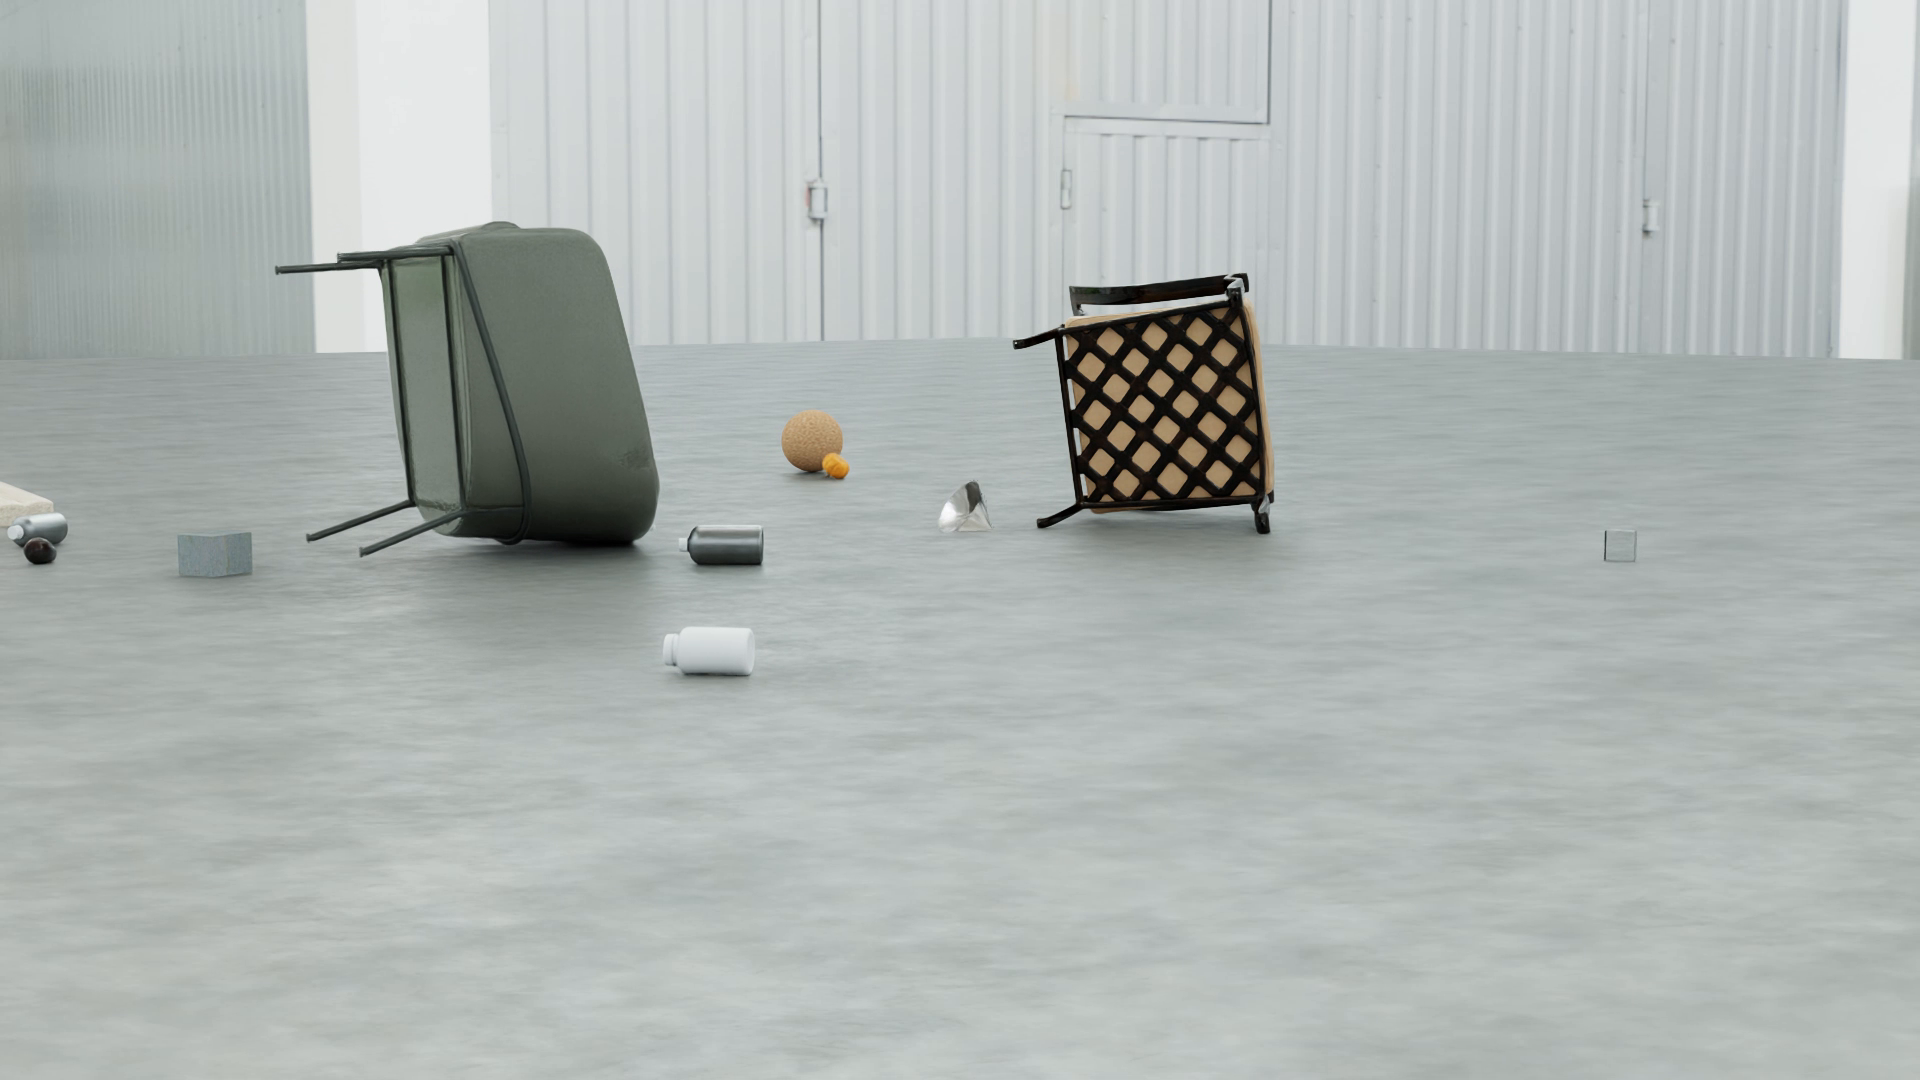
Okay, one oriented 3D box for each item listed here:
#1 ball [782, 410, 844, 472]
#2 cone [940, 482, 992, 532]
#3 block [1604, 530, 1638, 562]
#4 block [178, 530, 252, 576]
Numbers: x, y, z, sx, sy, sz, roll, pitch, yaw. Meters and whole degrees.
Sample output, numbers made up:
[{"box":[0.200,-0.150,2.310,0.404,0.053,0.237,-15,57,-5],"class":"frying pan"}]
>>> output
[{"box":[-0.497,-0.333,8.628,0.209,0.209,0.209,0,6,0],"class":"ball"},{"box":[0.041,-0.055,6.636,0.115,0.155,0.154,35,-51,-27],"class":"cone"},{"box":[1.529,0.013,5.938,0.067,0.071,0.037,3,6,23],"class":"block"},{"box":[-1.654,0.029,5.696,0.102,0.089,0.121,3,7,29],"class":"block"}]
